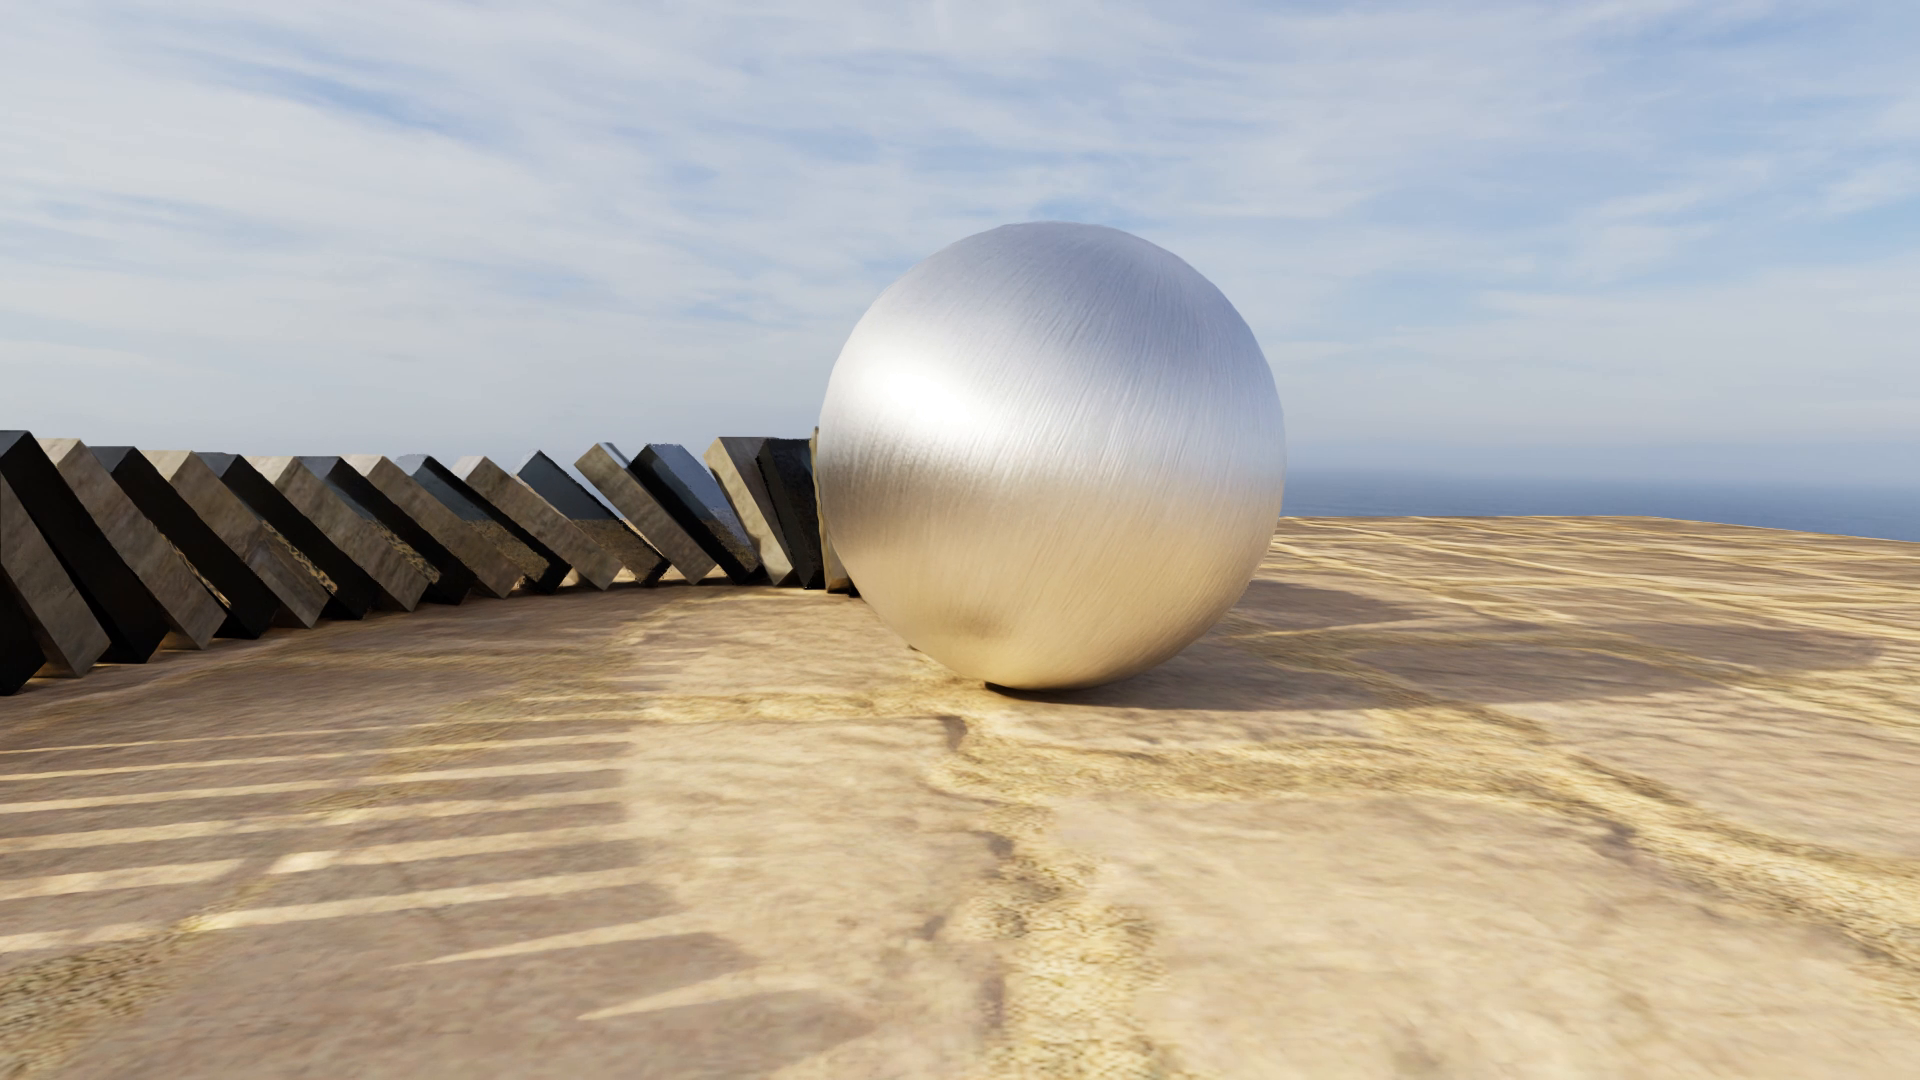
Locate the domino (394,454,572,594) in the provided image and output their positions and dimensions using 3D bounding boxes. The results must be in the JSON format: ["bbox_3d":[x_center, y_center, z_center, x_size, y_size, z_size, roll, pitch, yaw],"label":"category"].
[{"bbox_3d":[-0.135,-0.004,0.359,0.025,0.010,0.050,4,-34,50],"label":"domino"}]

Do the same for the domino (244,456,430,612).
[{"bbox_3d":[-0.157,-0.001,0.313,0.025,0.009,0.050,2,-36,24],"label":"domino"}]

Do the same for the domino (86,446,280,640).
[{"bbox_3d":[-0.169,0.001,0.267,0.025,0.050,0.009,1,49,15],"label":"domino"}]

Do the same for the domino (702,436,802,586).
[{"bbox_3d":[-0.057,-0.010,0.398,0.025,0.050,0.010,-6,-32,-52],"label":"domino"}]

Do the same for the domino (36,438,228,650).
[{"bbox_3d":[-0.171,0.002,0.252,0.025,0.050,0.009,1,47,12],"label":"domino"}]

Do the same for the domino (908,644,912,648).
[{"bbox_3d":[0.001,-0.003,0.272,0.025,0.050,0.010,0,-18,-5],"label":"domino"}]

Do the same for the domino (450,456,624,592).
[{"bbox_3d":[-0.123,-0.005,0.370,0.050,0.010,0.025,44,-20,-29],"label":"domino"}]

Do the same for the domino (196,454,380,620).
[{"bbox_3d":[-0.162,0.000,0.298,0.025,0.009,0.050,2,-37,22],"label":"domino"}]

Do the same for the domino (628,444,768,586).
[{"bbox_3d":[-0.078,-0.008,0.398,0.010,0.050,0.025,-45,-5,11],"label":"domino"}]

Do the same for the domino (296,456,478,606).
[{"bbox_3d":[-0.151,-0.002,0.329,0.025,0.010,0.050,3,-35,31],"label":"domino"}]

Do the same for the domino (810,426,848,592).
[{"bbox_3d":[-0.029,-0.010,0.377,0.025,0.050,0.009,-1,-26,-17],"label":"domino"}]

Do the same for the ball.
[{"bbox_3d":[0.015,-0.014,0.222,0.080,0.080,0.080,0,4,0],"label":"ball"}]

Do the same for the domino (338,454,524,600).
[{"bbox_3d":[-0.144,-0.003,0.345,0.025,0.010,0.050,3,-35,40],"label":"domino"}]

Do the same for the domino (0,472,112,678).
[{"bbox_3d":[-0.173,0.003,0.222,0.025,0.050,0.009,0,39,6],"label":"domino"}]

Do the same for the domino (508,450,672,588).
[{"bbox_3d":[-0.110,-0.006,0.382,0.050,0.009,0.025,44,-14,-20],"label":"domino"}]

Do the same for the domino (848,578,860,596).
[{"bbox_3d":[-0.020,-0.010,0.364,0.025,0.050,0.010,-1,-20,-11],"label":"domino"}]

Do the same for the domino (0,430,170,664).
[{"bbox_3d":[-0.172,0.002,0.236,0.025,0.050,0.009,1,43,7],"label":"domino"}]

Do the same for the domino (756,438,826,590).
[{"bbox_3d":[-0.042,-0.009,0.390,0.025,0.050,0.010,-3,-36,-33],"label":"domino"}]

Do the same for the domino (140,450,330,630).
[{"bbox_3d":[-0.165,0.001,0.282,0.025,0.010,0.050,1,-39,16],"label":"domino"}]

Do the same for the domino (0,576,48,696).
[{"bbox_3d":[-0.173,0.003,0.208,0.025,0.050,0.009,0,34,4],"label":"domino"}]

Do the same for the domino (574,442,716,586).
[{"bbox_3d":[-0.094,-0.008,0.393,0.009,0.050,0.025,-44,7,-1],"label":"domino"}]
